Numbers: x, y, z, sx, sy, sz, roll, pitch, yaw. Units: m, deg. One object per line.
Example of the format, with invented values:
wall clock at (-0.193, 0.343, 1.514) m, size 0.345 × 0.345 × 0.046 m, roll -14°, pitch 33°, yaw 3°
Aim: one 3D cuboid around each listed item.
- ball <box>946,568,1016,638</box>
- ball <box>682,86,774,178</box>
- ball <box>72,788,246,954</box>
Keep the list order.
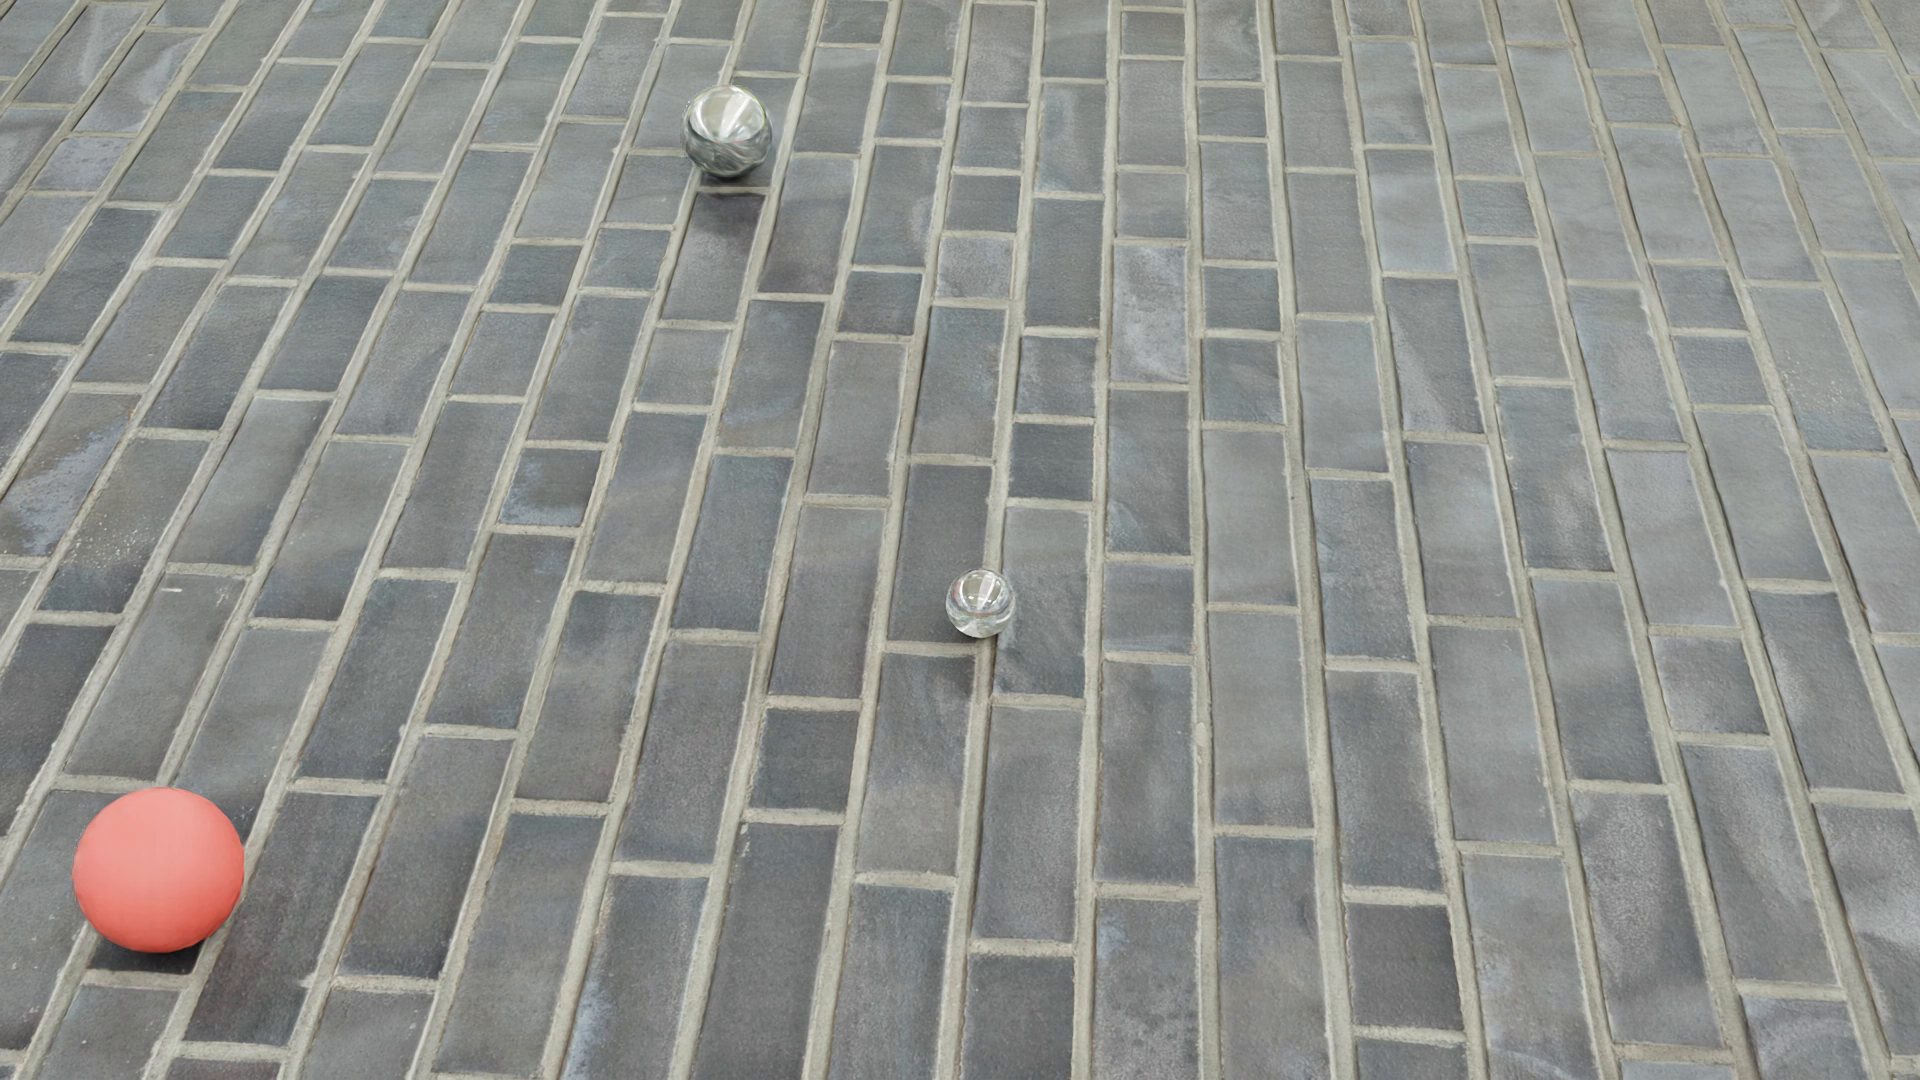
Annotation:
ball at (0.013, 0.039, 1.570) m, size 0.043 × 0.043 × 0.043 m, roll 0°, pitch 36°, yaw 0°
ball at (-0.184, -0.324, 2.036) m, size 0.073 × 0.073 × 0.073 m, roll 0°, pitch 36°, yaw 0°
ball at (-0.421, 0.174, 1.349) m, size 0.087 × 0.087 × 0.087 m, roll 0°, pitch 36°, yaw 0°
